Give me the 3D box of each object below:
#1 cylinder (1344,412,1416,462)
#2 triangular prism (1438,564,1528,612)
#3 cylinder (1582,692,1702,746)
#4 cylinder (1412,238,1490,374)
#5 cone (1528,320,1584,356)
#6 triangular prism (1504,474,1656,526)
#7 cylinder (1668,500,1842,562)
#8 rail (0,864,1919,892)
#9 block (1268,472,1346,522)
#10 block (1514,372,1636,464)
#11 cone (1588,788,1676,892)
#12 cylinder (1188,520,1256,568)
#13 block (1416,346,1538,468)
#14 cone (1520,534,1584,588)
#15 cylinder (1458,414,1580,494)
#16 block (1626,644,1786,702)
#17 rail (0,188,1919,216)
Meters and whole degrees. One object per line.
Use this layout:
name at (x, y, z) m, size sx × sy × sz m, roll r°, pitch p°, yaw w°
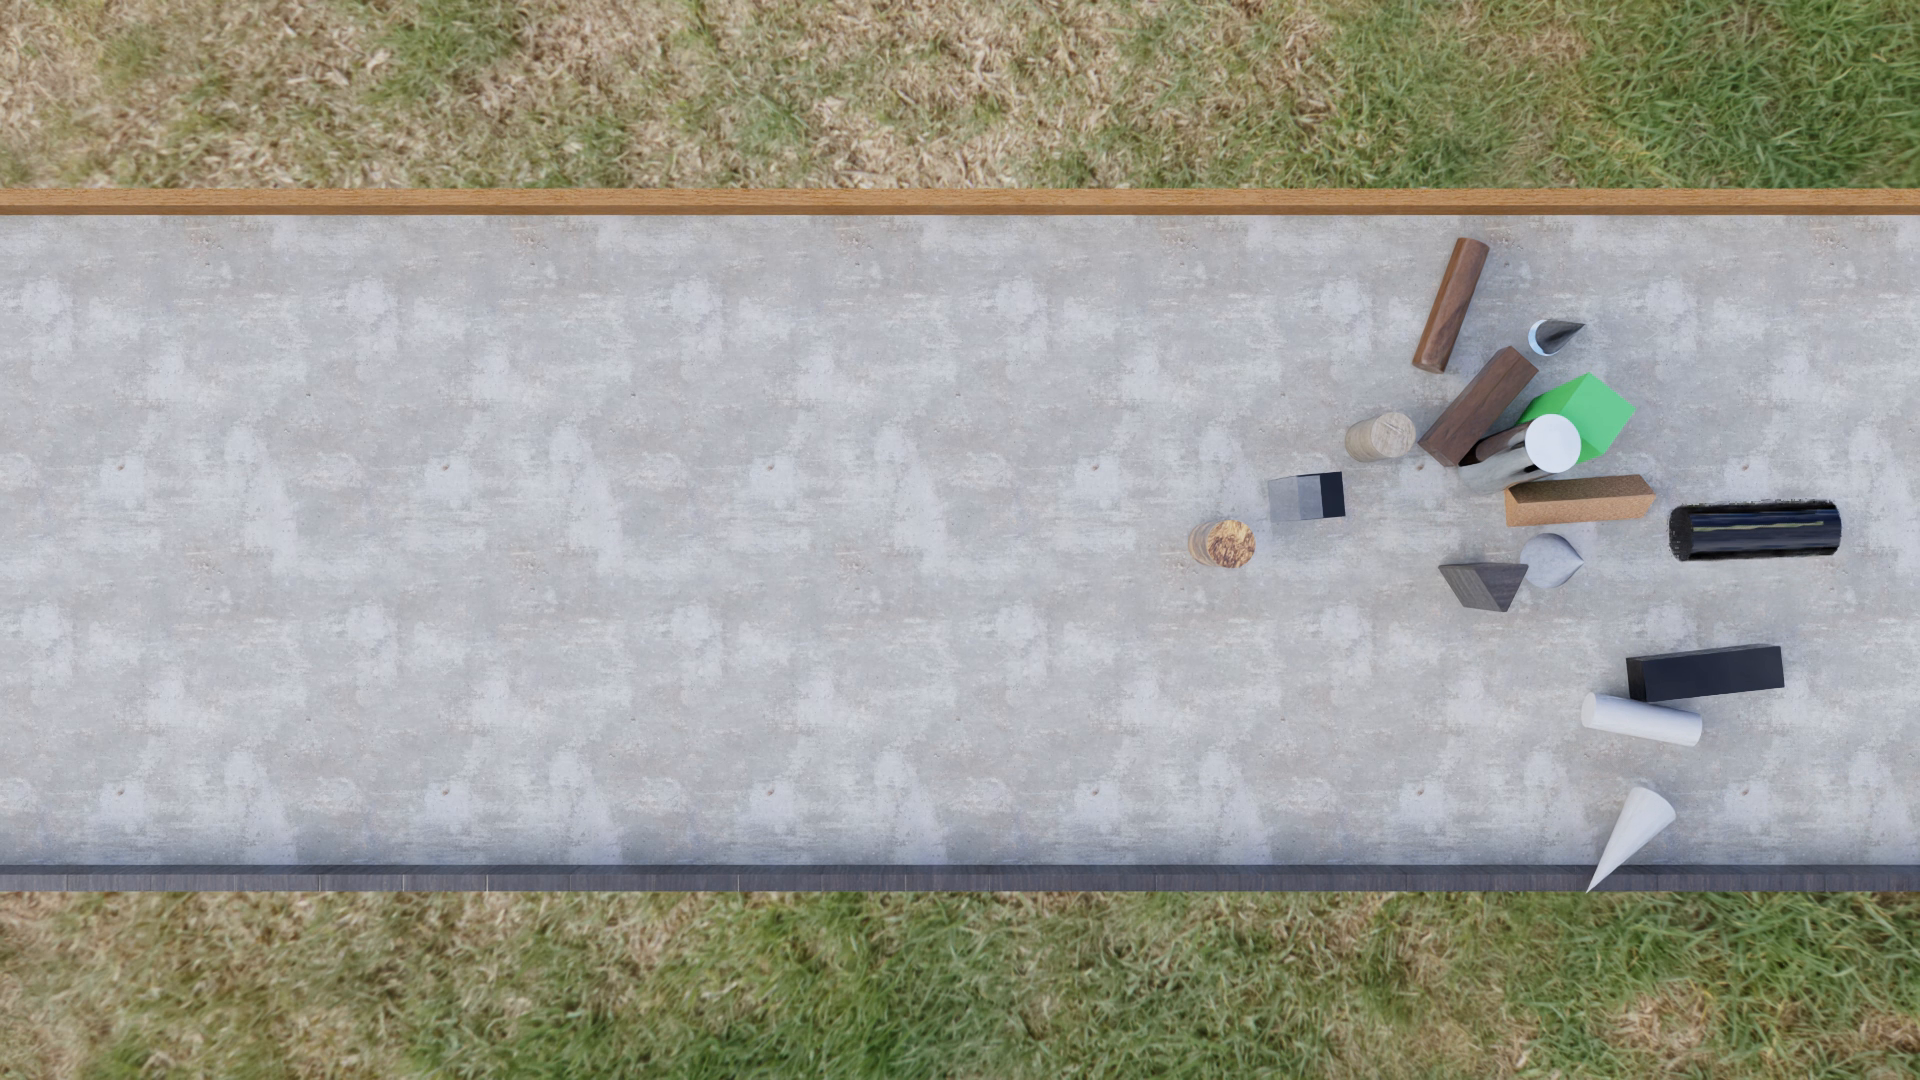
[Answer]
cylinder at (1.249, -0.303, 4.915) m, size 0.130 × 0.324 × 0.130 m, roll 0°, pitch 90°, yaw 0°
triangular prism at (1.568, 0.108, 4.891) m, size 0.131 × 0.371 × 0.151 m, roll -34°, pitch 90°, yaw 0°
cylinder at (2.074, 0.546, 5.023) m, size 0.325 × 0.108 × 0.108 m, roll 10°, pitch 90°, yaw 0°
cylinder at (1.495, -0.712, 5.025) m, size 0.101 × 0.101 × 0.404 m, roll 20°, pitch 90°, yaw 0°
cone at (1.806, -0.624, 4.918) m, size 0.113 × 0.317 × 0.113 m, roll 0°, pitch 90°, yaw 0°
triangular prism at (1.886, -0.120, 5.016) m, size 0.416 × 0.114 × 0.132 m, roll -4°, pitch 90°, yaw 0°
cylinder at (2.402, -0.027, 4.991) m, size 0.443 × 0.171 × 0.171 m, roll -3°, pitch 90°, yaw 0°
rail at (-2.247, 1.025, 5.001) m, size 12.000 × 0.150 × 0.050 m, roll 0°, pitch 90°, yaw 0°
block at (1.015, -0.124, 4.855) m, size 0.127 × 0.443 × 0.127 m, roll -5°, pitch 90°, yaw 0°
block at (1.798, -0.339, 4.884) m, size 0.171 × 0.363 × 0.171 m, roll 38°, pitch 81°, yaw 0°
cone at (1.978, 0.925, 4.945) m, size 0.147 × 0.147 × 0.370 m, roll 46°, pitch 71°, yaw 0°
cylinder at (0.769, 0.012, 4.874) m, size 0.137 × 0.405 × 0.137 m, roll 0°, pitch 90°, yaw 0°
block at (1.575, -0.404, 5.019) m, size 0.114 × 0.114 × 0.381 m, roll 41°, pitch 90°, yaw 0°
cone at (1.810, 0.064, 4.926) m, size 0.171 × 0.301 × 0.171 m, roll 0°, pitch 90°, yaw 0°
cylinder at (1.638, -0.248, 4.851) m, size 0.168 × 0.427 × 0.168 m, roll 1°, pitch 83°, yaw -9°
block at (2.263, 0.403, 5.014) m, size 0.417 × 0.126 × 0.126 m, roll -6°, pitch 90°, yaw 0°
rail at (-2.247, -1.025, 5.002) m, size 12.000 × 0.150 × 0.050 m, roll 0°, pitch 90°, yaw 0°
